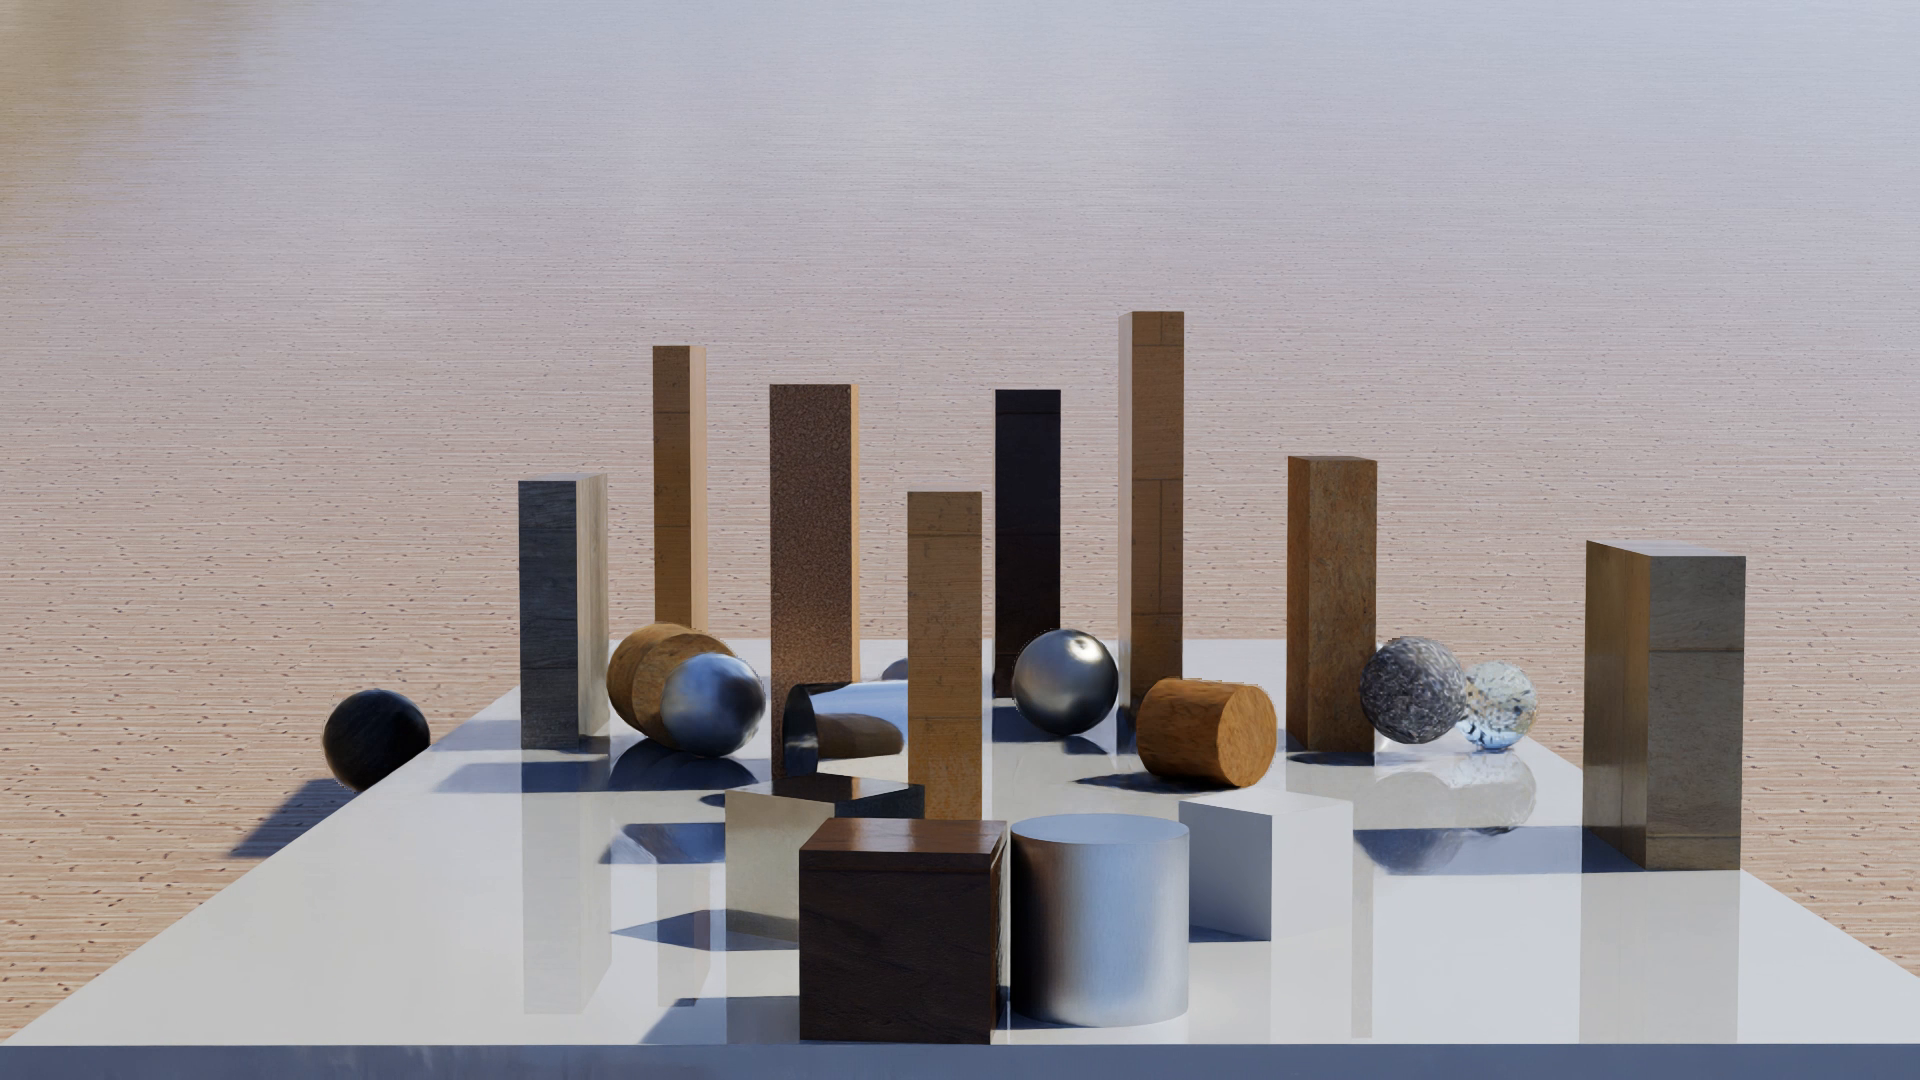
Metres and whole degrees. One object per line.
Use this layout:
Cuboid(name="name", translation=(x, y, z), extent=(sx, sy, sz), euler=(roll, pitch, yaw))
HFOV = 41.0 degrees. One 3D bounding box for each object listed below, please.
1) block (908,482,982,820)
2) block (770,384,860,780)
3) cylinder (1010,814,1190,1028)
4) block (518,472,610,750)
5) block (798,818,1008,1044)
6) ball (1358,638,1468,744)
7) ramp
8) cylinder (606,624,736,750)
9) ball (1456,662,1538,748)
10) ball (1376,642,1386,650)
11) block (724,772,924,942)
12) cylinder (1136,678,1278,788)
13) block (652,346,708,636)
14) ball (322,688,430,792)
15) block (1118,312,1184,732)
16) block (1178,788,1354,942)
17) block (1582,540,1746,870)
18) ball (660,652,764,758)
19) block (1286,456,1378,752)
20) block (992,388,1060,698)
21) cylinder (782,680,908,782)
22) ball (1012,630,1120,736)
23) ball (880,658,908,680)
Cuboid(name="block", translation=(-0.021, 0.176, 3.670), extent=(0.102, 0.504, 0.321), euler=(0, 4, 0))
Cuboid(name="block", translation=(-0.239, 0.065, 4.285), extent=(0.131, 0.650, 0.331), euler=(0, 4, 0))
Cuboid(name="cylinder", translation=(0.146, 0.394, 2.688), extent=(0.187, 0.187, 0.187), euler=(0, 4, 0))
Cuboid(name="block", translation=(-0.732, 0.122, 4.767), extent=(0.103, 0.479, 0.407), euler=(0, 4, 0))
Cuboid(name="block", translation=(-0.055, 0.396, 2.631), extent=(0.191, 0.191, 0.191), euler=(0, 4, 6))
Cuboid(name="ball", translation=(0.787, 0.262, 4.461), extent=(0.185, 0.185, 0.185), euler=(0, 20, 0))
Cuboid(name="ramp", translation=(0.047, 0.425, 4.533), extent=(2.000, 0.100, 4.000), euler=(0, 4, 0))
Cuboid(name="cylinder", translation=(-0.516, 0.264, 4.656), extent=(0.209, 0.209, 0.209), euler=(-7, 6, -19))
Cuboid(name="ball", translation=(0.951, 0.294, 4.575), extent=(0.155, 0.155, 0.155), euler=(0, 20, 0))
Cuboid(name="ball", translation=(0.856, 0.269, 5.327), extent=(0.115, 0.115, 0.115), euler=(0, 20, 0))
Cuboid(name="block", translation=(-0.161, 0.380, 3.075), extent=(0.169, 0.169, 0.169), euler=(3, 4, 37))
Cuboid(name="cylinder", translation=(0.403, 0.314, 4.191), extent=(0.164, 0.164, 0.164), euler=(3, 17, 42))
Cuboid(name="block", translation=(-0.633, -0.072, 5.835), extent=(0.081, 0.734, 0.378), euler=(0, 4, 0))
Cuboid(name="ball", translation=(-1.109, 0.383, 4.886), extent=(0.201, 0.201, 0.201), euler=(0, 20, 0))
Cuboid(name="block", translation=(0.367, -0.045, 4.979), extent=(0.096, 0.784, 0.397), euler=(0, 4, 0))
Cuboid(name="block", translation=(0.369, 0.389, 3.101), extent=(0.148, 0.148, 0.148), euler=(-3, 5, -42))
Cuboid(name="block", translation=(0.981, 0.221, 3.598), extent=(0.127, 0.421, 0.348), euler=(0, 4, 0))
Cuboid(name="ball", translation=(-0.432, 0.288, 4.479), extent=(0.182, 0.182, 0.182), euler=(0, 20, 0))
Cuboid(name="block", translation=(0.675, 0.108, 4.681), extent=(0.118, 0.515, 0.301), euler=(0, 4, 0))
Cuboid(name="block", translation=(0.140, -0.005, 5.523), extent=(0.135, 0.638, 0.437), euler=(0, 4, 0))
Cuboid(name="cylinder", translation=(-0.165, 0.314, 4.040), extent=(0.183, 0.183, 0.183), euler=(-1, 19, -21))
Cuboid(name="ball", translation=(0.196, 0.263, 4.754), extent=(0.197, 0.197, 0.197), euler=(0, 20, 0))
Cuboid(name="ball", translation=(-0.100, 0.288, 4.999), extent=(0.117, 0.117, 0.117), euler=(0, 20, 0))
